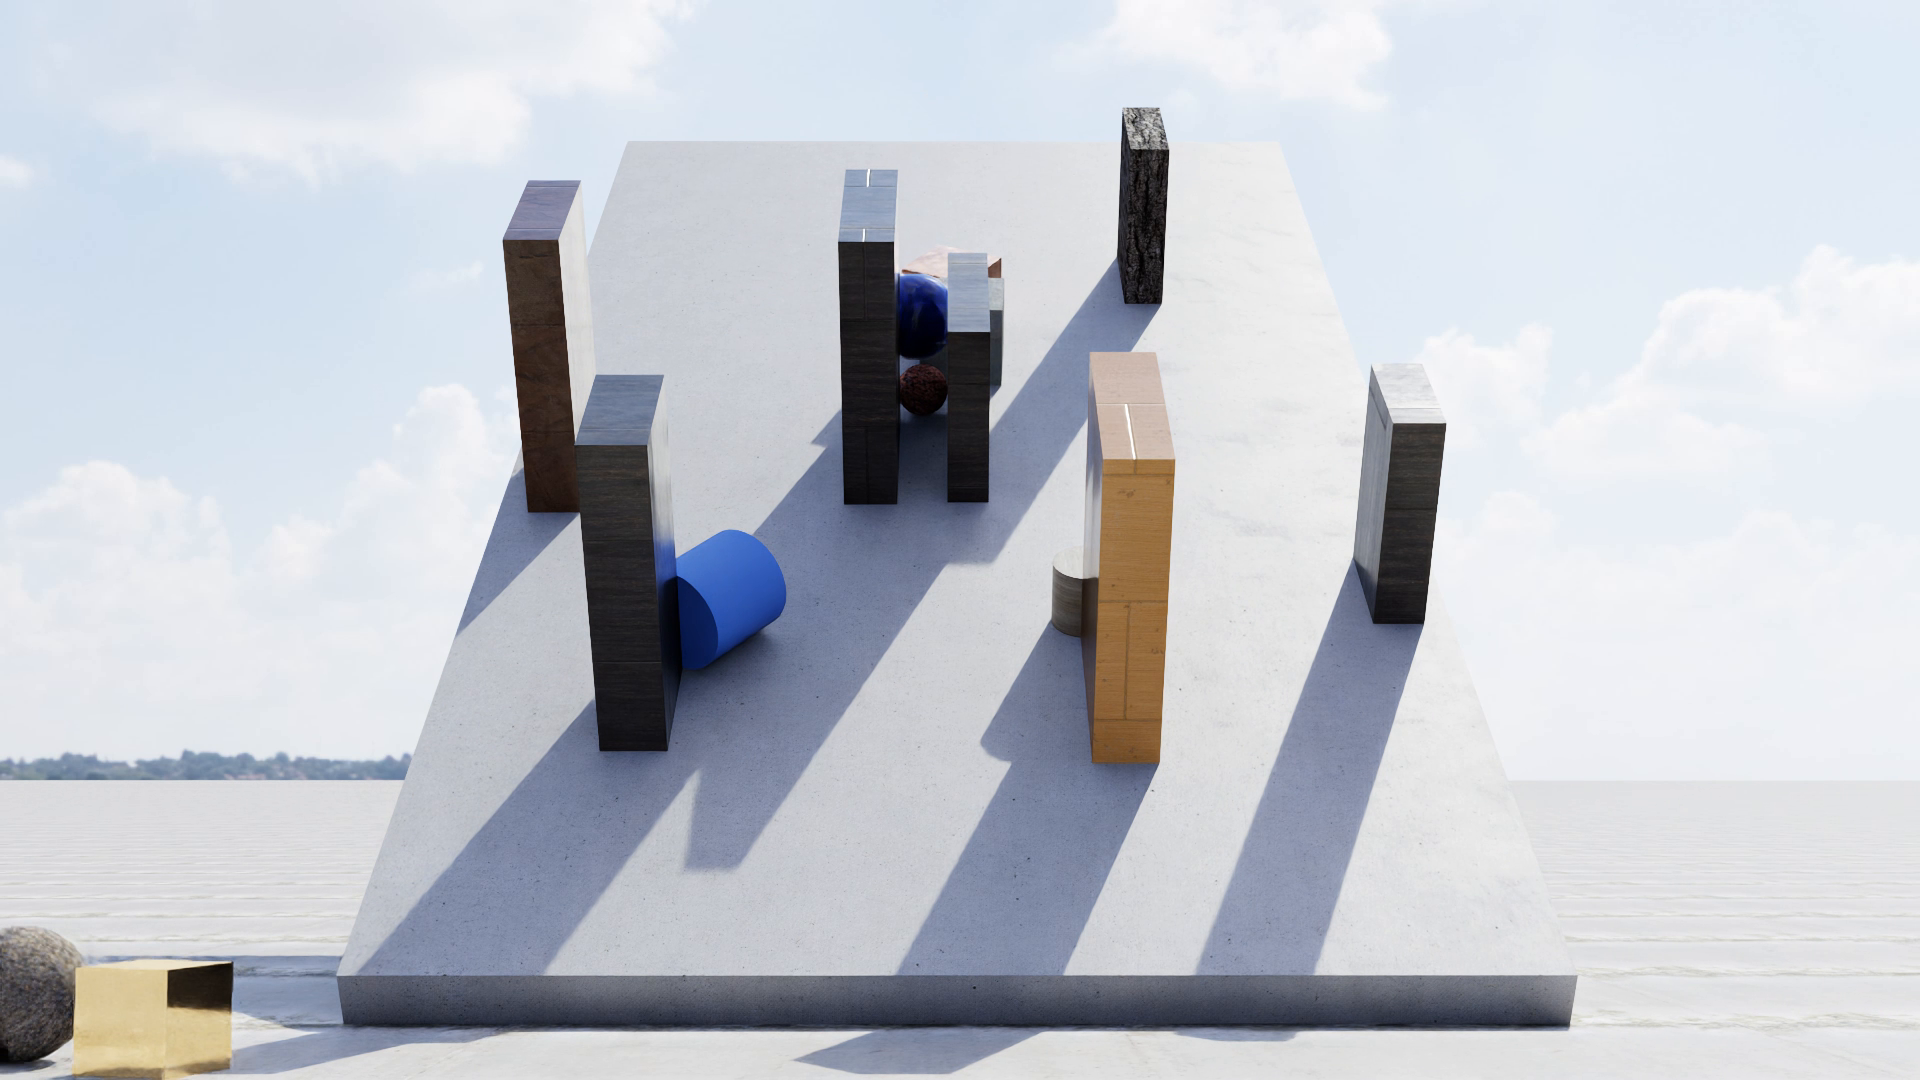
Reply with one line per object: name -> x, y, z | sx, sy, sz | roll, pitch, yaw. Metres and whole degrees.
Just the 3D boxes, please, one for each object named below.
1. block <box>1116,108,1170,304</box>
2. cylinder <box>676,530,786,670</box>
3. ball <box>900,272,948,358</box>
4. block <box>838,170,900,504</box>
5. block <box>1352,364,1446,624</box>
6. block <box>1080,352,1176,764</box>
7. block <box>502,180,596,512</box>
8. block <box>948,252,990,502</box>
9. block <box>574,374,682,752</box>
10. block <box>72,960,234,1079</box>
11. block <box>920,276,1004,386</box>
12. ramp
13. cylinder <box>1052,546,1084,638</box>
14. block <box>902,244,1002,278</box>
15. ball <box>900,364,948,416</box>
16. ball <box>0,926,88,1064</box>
block -> 0.479, -0.881, 6.305 | 0.099, 0.423, 0.329 | 0, 29, 0
cylinder -> -0.487, 0.115, 4.705 | 0.208, 0.208, 0.208 | -5, 20, 40
ball -> -0.106, -0.527, 5.634 | 0.201, 0.201, 0.201 | 0, -6, 0
block -> -0.197, -0.453, 5.319 | 0.117, 0.618, 0.433 | 0, 29, 0
block -> 0.885, -0.095, 4.848 | 0.104, 0.450, 0.277 | 0, 29, 0
block -> 0.304, 0.029, 4.439 | 0.124, 0.624, 0.443 | 0, 29, 0
block -> -0.886, -0.424, 5.242 | 0.116, 0.636, 0.350 | 0, 29, 0
block -> 0.017, -0.370, 5.385 | 0.091, 0.410, 0.445 | 0, 29, 0
block -> -0.602, 0.044, 4.399 | 0.125, 0.631, 0.287 | 0, 29, 0
block -> -1.100, 0.653, 3.271 | 0.146, 0.146, 0.146 | -2, -6, 18
block -> 0.006, -0.512, 5.862 | 0.199, 0.199, 0.199 | 1, 29, 2
ramp -> -0.012, -0.218, 5.638 | 2.000, 0.100, 4.000 | 0, 29, 0
cylinder -> 0.252, 0.104, 4.810 | 0.135, 0.135, 0.135 | 0, 29, 0
block -> -0.020, -0.614, 6.062 | 0.185, 0.185, 0.185 | 15, 32, 24
ball -> -0.089, -0.355, 5.657 | 0.121, 0.121, 0.121 | 0, -6, 0
ball -> -1.329, 0.642, 3.391 | 0.191, 0.191, 0.191 | 0, -6, 0
